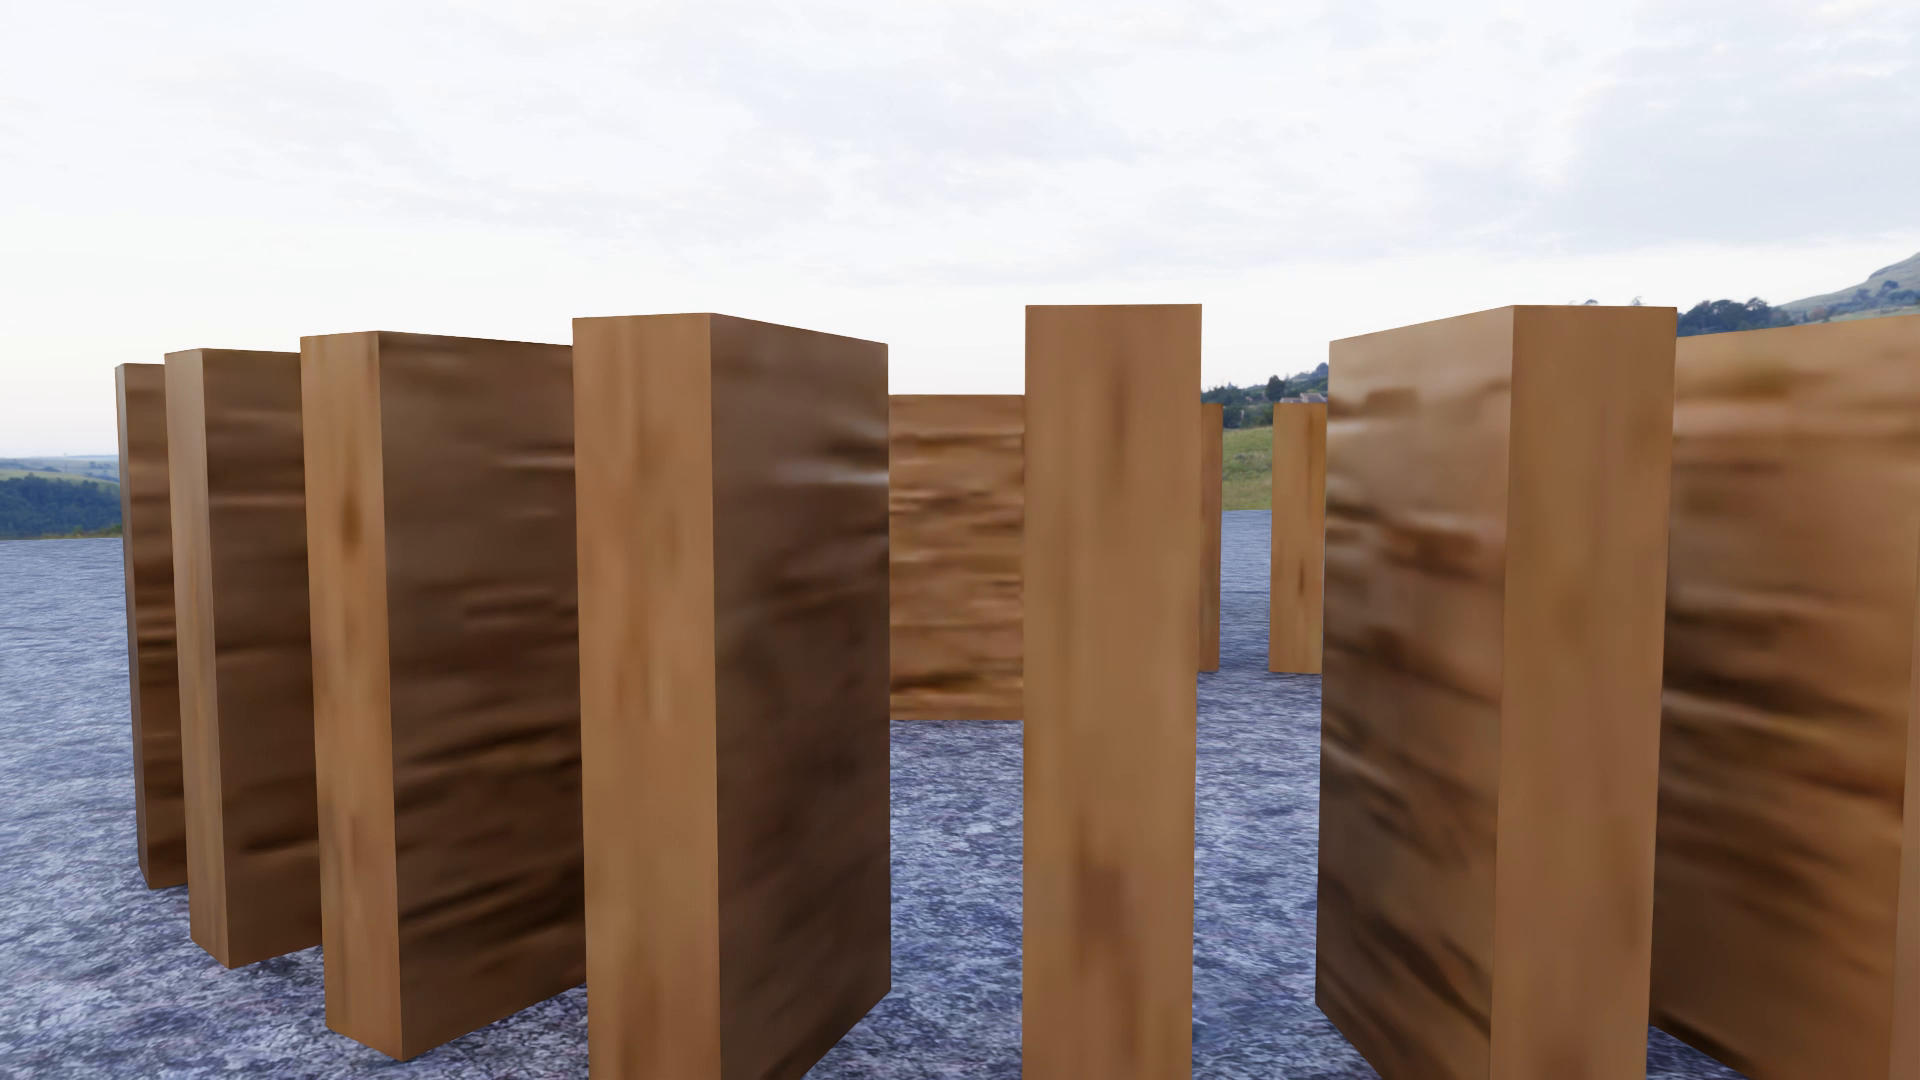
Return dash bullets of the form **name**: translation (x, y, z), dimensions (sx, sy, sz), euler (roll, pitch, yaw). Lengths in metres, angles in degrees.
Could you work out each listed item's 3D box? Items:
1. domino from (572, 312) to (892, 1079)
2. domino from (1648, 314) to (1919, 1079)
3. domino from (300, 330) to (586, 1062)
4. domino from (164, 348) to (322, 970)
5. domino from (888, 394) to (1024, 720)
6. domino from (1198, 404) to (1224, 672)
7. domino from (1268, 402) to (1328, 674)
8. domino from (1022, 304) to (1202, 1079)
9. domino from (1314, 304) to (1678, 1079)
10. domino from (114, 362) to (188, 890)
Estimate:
- **domino**: translation (-0.014, 0.011, 0.088), dimensions (0.009, 0.050, 0.025), euler (2, 5, 21)
- **domino**: translation (0.057, 0.011, 0.089), dimensions (0.009, 0.050, 0.025), euler (-1, 4, -17)
- **domino**: translation (-0.035, 0.010, 0.100), dimensions (0.009, 0.050, 0.025), euler (3, 5, 34)
- **domino**: translation (-0.054, 0.009, 0.114), dimensions (0.010, 0.050, 0.025), euler (4, 6, 43)
- **domino**: translation (0.000, 0.002, 0.201), dimensions (0.025, 0.050, 0.009), euler (0, 4, 0)
- **domino**: translation (0.042, -0.001, 0.251), dimensions (0.009, 0.050, 0.025), euler (-1, 4, -11)
- **domino**: translation (0.065, -0.001, 0.249), dimensions (0.009, 0.050, 0.025), euler (1, 4, 14)
- **domino**: translation (0.009, 0.011, 0.083), dimensions (0.009, 0.050, 0.025), euler (0, 4, 4)
- **domino**: translation (0.033, 0.011, 0.084), dimensions (0.009, 0.050, 0.025), euler (0, 4, -7)
- **domino**: translation (-0.070, 0.008, 0.132), dimensions (0.025, 0.050, 0.009), euler (-3, 5, -38)
